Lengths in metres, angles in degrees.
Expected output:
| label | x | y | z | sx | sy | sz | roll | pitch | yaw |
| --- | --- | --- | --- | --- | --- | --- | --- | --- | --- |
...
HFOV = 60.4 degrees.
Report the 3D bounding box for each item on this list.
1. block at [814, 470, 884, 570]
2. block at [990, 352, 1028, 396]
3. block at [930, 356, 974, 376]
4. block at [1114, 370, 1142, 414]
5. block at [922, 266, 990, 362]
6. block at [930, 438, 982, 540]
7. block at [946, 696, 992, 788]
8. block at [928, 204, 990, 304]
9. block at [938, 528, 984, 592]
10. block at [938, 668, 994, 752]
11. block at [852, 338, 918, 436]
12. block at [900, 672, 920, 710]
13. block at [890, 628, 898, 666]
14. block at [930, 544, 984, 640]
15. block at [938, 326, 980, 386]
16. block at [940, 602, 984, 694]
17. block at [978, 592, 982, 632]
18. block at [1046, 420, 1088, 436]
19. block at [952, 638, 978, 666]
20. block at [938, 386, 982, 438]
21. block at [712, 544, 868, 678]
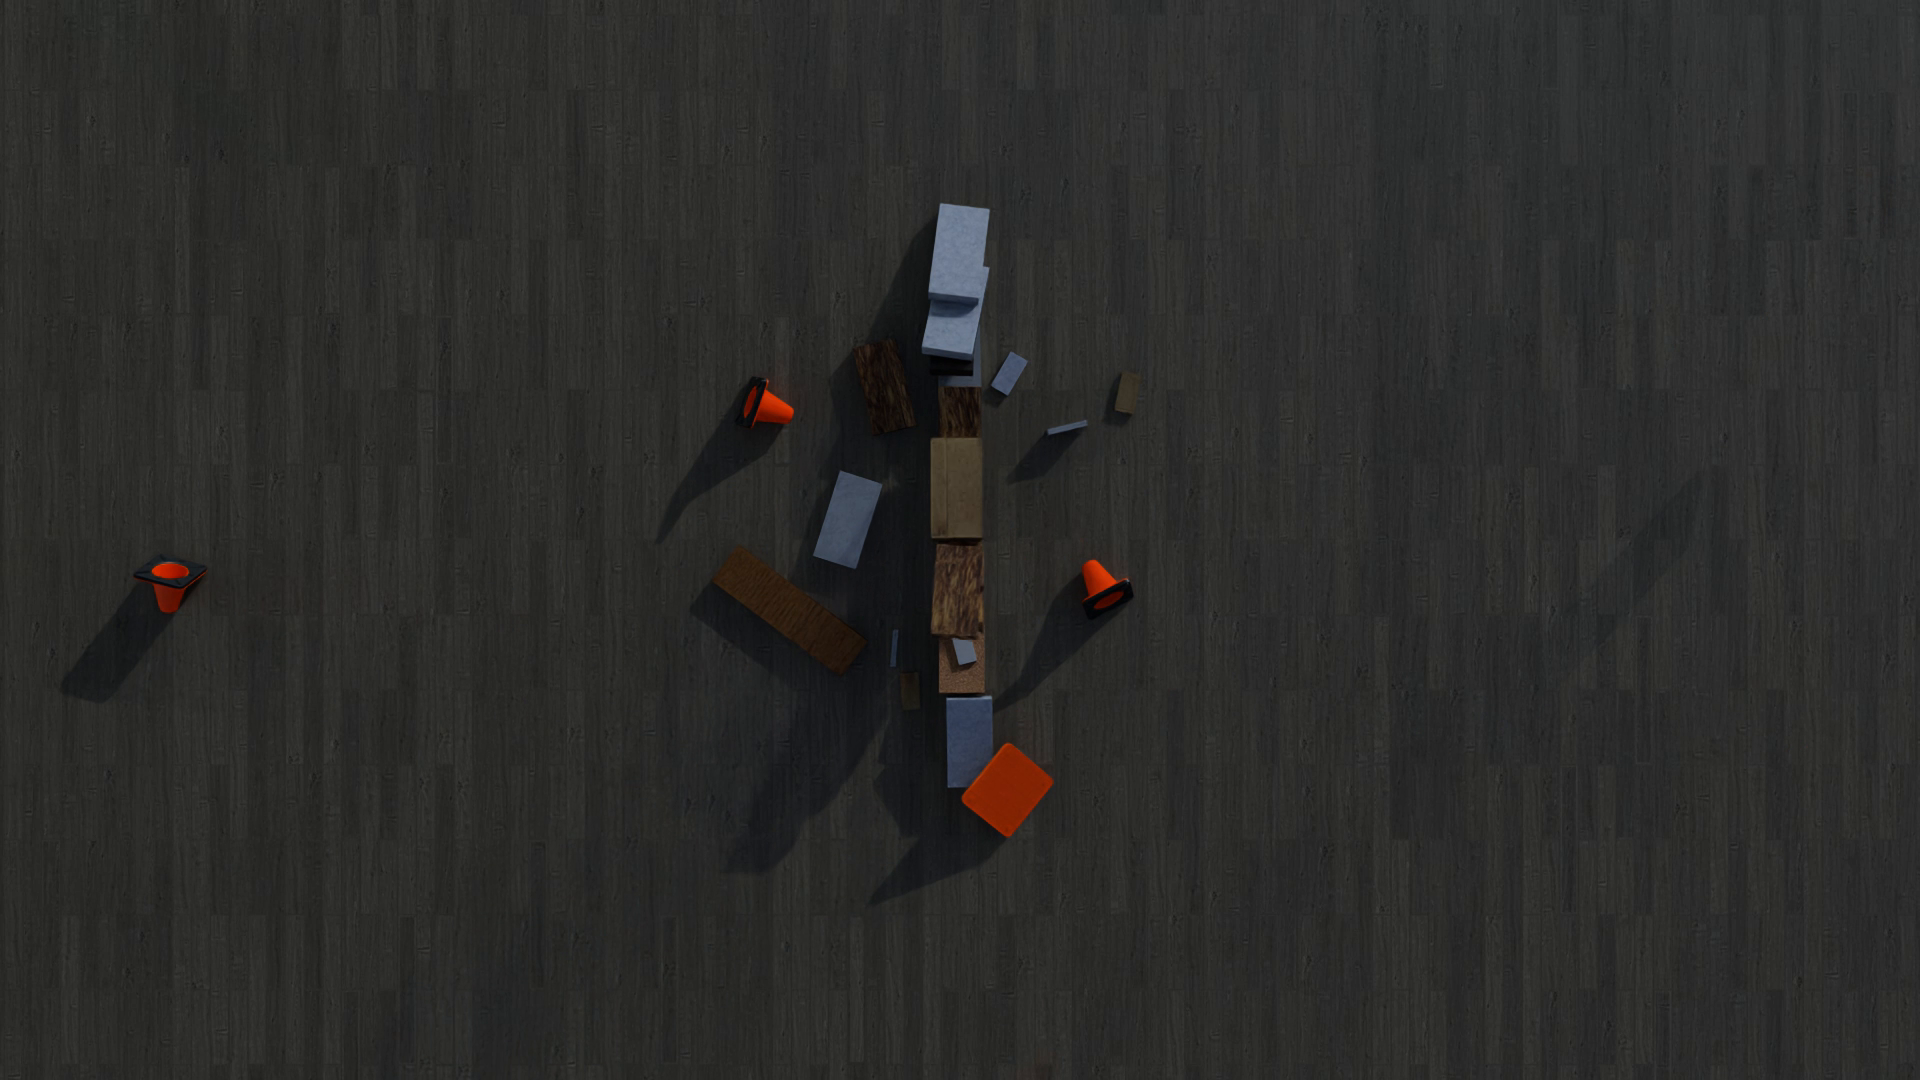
| label | x | y | z | sx | sy | sz | roll | pitch | yaw |
| --- | --- | --- | --- | --- | --- | --- | --- | --- | --- |
| block | -0.371 | -0.066 | 5.479 | 0.148 | 0.042 | 0.296 | 18 | 90 | 0 |
| block | 0.164 | -0.554 | 5.491 | 0.067 | 0.019 | 0.133 | 31 | 90 | 0 |
| block | -0.022 | -0.675 | 5.424 | 0.141 | 0.040 | 0.282 | 2 | 67 | 1 |
| block | 0.559 | -0.491 | 5.491 | 0.067 | 0.019 | 0.133 | 12 | 90 | 0 |
| block | -0.013 | -0.754 | 5.410 | 0.166 | 0.047 | 0.331 | 9 | 68 | 4 |
| block | -0.012 | -0.169 | 5.397 | 0.166 | 0.047 | 0.331 | 0 | 84 | 0 |
| block | 0.032 | 0.664 | 5.427 | 0.149 | 0.042 | 0.299 | -1 | 100 | -1 |
| block | -0.003 | -0.941 | 5.423 | 0.166 | 0.047 | 0.331 | 7 | 71 | 0 |
| block | 0.001 | 0.030 | 5.409 | 0.149 | 0.042 | 0.299 | 0 | 61 | 0 |
| block | 0.022 | 0.565 | 5.479 | 0.149 | 0.042 | 0.299 | -7 | 90 | 0 |
| block | -0.249 | -0.507 | 5.479 | 0.148 | 0.042 | 0.296 | -13 | 90 | 0 |
| block | -0.165 | 0.502 | 5.491 | 0.061 | 0.017 | 0.122 | -4 | 90 | 0 |
| block | -0.217 | 0.357 | 5.469 | 0.017 | 0.061 | 0.122 | 5 | 90 | 0 |
| block | -0.009 | 0.165 | 5.247 | 0.149 | 0.042 | 0.299 | 3 | 69 | 1 |
| block | -0.002 | -0.569 | 5.480 | 0.141 | 0.040 | 0.282 | -1 | 90 | 0 |
| block | 0.007 | 0.357 | 5.448 | 0.149 | 0.042 | 0.299 | 0 | 79 | 1 |
| block | 0.000 | 0.186 | 5.369 | 0.149 | 0.299 | 0.042 | 0 | 128 | 1 |
| block | 0.354 | -0.371 | 5.467 | 0.133 | 0.067 | 0.019 | -14 | 90 | 0 |
| block | 0.011 | 0.346 | 5.420 | 0.061 | 0.017 | 0.122 | -14 | 79 | -2 |
| block | 0.000 | -0.367 | 5.452 | 0.141 | 0.040 | 0.282 | 0 | 102 | 0 |
| block | -0.564 | 0.235 | 5.479 | 0.534 | 0.042 | 0.148 | 37 | 90 | 0 |
